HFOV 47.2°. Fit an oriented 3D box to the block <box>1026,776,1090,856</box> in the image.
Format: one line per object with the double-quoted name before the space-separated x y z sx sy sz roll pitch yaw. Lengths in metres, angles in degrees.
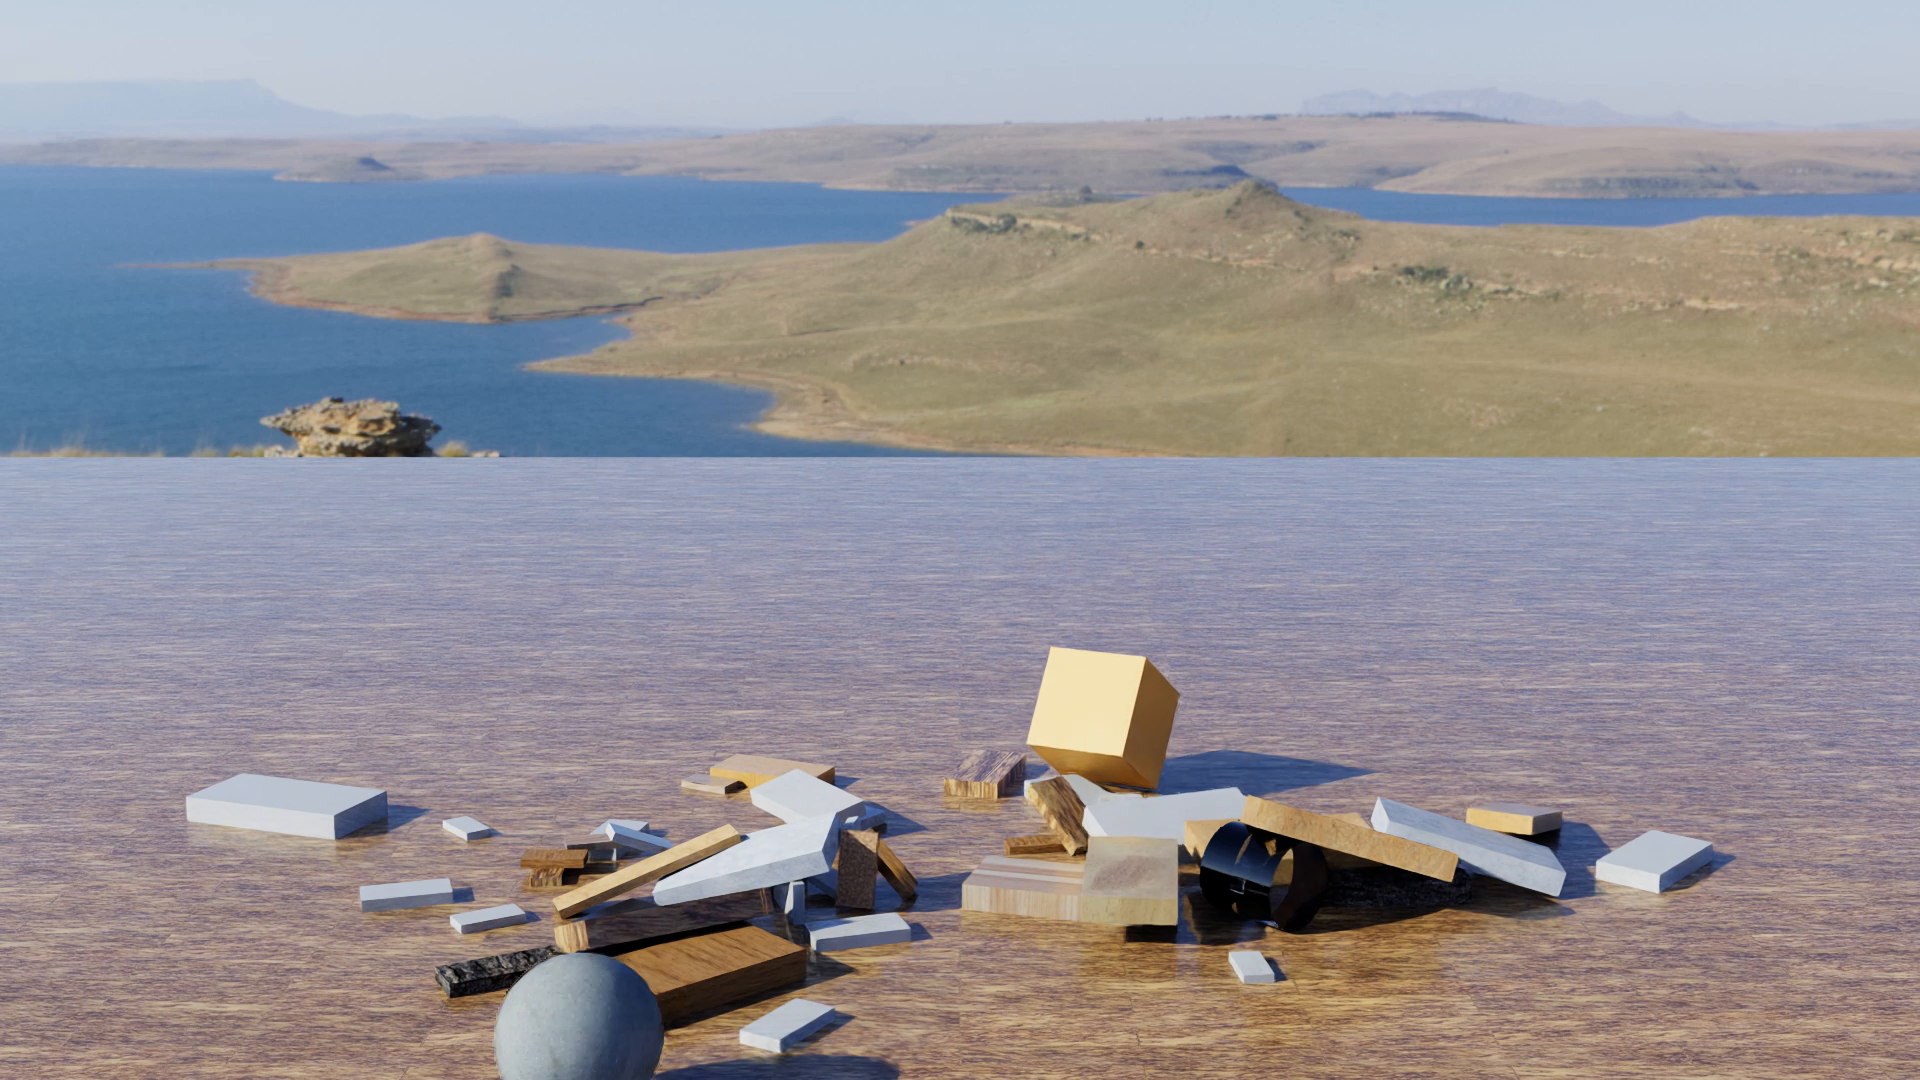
"block" 0.192 0.491 3.916 0.078 0.022 0.156 -8 47 -36

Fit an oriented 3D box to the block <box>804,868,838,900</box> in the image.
"block" -0.224 0.567 3.683 0.101 0.014 0.050 27 25 36

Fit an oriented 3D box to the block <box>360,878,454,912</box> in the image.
"block" -0.915 0.586 3.632 0.145 0.021 0.072 -3 11 -17

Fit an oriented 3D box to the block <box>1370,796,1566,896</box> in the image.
"block" 0.855 0.516 3.710 0.304 0.043 0.152 16 9 1

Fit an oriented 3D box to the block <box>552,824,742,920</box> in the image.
"block" -0.515 0.544 3.617 0.317 0.016 0.058 -22 17 -17

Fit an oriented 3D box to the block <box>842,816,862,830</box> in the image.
"block" -0.170 0.528 3.660 0.017 0.123 0.062 -10 9 10

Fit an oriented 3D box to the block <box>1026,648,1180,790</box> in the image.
"block" 0.278 0.344 4.235 0.198 0.198 0.198 5 -22 28

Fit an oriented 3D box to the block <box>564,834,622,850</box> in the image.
"block" -0.641 0.529 3.844 0.095 0.014 0.048 -3 11 -16

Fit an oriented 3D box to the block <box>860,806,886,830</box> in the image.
"block" -0.213 0.506 4.065 0.145 0.021 0.072 9 14 39

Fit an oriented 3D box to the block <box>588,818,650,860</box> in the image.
"block" -0.618 0.533 3.917 0.077 0.022 0.154 3 11 14

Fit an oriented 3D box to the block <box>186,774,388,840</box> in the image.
"block" -1.245 0.492 4.072 0.324 0.046 0.162 4 11 20

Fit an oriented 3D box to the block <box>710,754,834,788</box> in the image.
"block" -0.366 0.458 4.297 0.218 0.030 0.107 5 11 24

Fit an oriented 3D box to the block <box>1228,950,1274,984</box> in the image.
"block" 0.441 0.646 3.329 0.048 0.014 0.095 -1 11 -6

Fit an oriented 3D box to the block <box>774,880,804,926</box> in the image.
"block" -0.279 0.572 3.582 0.019 0.068 0.136 -3 11 -18

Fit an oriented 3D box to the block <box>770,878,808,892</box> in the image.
"block" -0.324 0.564 3.751 0.077 0.022 0.154 -5 12 -24

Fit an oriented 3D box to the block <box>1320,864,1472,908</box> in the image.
"block" 0.685 0.566 3.680 0.304 0.043 0.152 -1 11 -3

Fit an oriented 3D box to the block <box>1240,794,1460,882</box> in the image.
"block" 0.626 0.481 3.556 0.324 0.046 0.162 16 -4 1

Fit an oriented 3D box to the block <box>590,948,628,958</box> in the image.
"block" -0.551 0.647 3.317 0.058 0.016 0.115 3 11 16

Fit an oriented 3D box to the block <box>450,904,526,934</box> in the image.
"block" -0.757 0.608 3.530 0.107 0.015 0.054 -6 12 -30

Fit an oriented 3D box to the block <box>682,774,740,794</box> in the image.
"block" -0.484 0.472 4.264 0.101 0.014 0.050 6 12 28

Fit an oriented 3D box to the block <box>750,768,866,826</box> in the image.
"block" -0.278 0.478 4.010 0.107 0.030 0.213 -22 24 -34

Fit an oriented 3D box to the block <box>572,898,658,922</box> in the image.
"block" -0.548 0.608 3.521 0.068 0.019 0.136 8 13 36

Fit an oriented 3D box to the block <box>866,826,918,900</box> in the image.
"block" -0.121 0.538 3.660 0.017 0.123 0.062 -40 2 13

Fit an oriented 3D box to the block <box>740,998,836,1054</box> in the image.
"block" -0.243 0.685 3.106 0.068 0.019 0.136 6 12 31

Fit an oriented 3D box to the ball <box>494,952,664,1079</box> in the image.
"ball" -0.487 0.636 2.817 0.214 0.214 0.214 0 11 0

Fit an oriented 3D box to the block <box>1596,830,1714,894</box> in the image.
"block" 1.197 0.552 3.787 0.112 0.032 0.224 9 14 40

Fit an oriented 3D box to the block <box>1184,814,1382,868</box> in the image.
"block" 0.546 0.514 3.725 0.304 0.043 0.152 -2 11 -7

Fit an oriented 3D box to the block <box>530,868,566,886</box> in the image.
"block" -0.702 0.566 3.755 0.054 0.015 0.107 -1 11 -4

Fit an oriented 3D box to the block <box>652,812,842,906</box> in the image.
"block" -0.345 0.528 3.602 0.296 0.040 0.141 -16 16 12

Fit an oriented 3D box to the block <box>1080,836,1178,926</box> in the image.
"block" 0.277 0.547 3.552 0.150 0.042 0.300 1 11 6

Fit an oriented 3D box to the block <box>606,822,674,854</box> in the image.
"block" -0.559 0.526 3.847 0.115 0.016 0.058 20 4 -22

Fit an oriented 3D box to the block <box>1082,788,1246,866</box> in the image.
"block" 0.384 0.509 3.875 0.300 0.042 0.150 -4 28 -20

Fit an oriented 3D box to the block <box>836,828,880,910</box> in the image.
"block" -0.167 0.538 3.601 0.062 0.123 0.017 5 -1 13

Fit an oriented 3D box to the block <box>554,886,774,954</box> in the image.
"block" -0.458 0.589 3.403 0.302 0.043 0.151 -6 -10 -29

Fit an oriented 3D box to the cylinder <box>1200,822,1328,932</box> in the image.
"cylinder" 0.489 0.540 3.541 0.145 0.145 0.145 -9 14 -41

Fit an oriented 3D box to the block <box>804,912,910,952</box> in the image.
"block" -0.162 0.617 3.461 0.154 0.022 0.077 -4 11 -18

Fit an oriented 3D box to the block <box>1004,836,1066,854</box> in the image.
"block" 0.132 0.540 3.897 0.101 0.014 0.050 -2 11 -10

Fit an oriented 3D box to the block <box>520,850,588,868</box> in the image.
"block" -0.696 0.547 3.775 0.107 0.015 0.054 0 11 -1

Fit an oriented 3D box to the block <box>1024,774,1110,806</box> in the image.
"block" 0.220 0.489 4.124 0.112 0.032 0.224 -5 12 -24

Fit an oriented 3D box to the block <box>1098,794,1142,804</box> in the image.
"block" 0.302 0.505 3.967 0.078 0.022 0.156 2 22 -8

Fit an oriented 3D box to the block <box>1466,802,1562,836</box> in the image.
"block" 0.987 0.495 3.907 0.112 0.032 0.292 5 -2 25

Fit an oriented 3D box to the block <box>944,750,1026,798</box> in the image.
"block" 0.051 0.457 4.303 0.107 0.030 0.213 3 11 16

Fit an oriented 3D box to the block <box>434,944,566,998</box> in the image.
"block" -0.684 0.647 3.302 0.189 0.022 0.078 -6 12 -28

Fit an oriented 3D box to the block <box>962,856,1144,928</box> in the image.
"block" 0.168 0.577 3.621 0.300 0.042 0.150 3 11 16

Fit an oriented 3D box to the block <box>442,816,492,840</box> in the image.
"block" -0.895 0.523 3.993 0.048 0.014 0.095 -8 13 -38

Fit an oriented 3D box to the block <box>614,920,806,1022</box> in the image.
"block" -0.418 0.646 3.244 0.355 0.046 0.162 -9 14 -41

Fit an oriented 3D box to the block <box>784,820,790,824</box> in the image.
"block" -0.290 0.497 4.038 0.072 0.021 0.145 -14 20 -17
